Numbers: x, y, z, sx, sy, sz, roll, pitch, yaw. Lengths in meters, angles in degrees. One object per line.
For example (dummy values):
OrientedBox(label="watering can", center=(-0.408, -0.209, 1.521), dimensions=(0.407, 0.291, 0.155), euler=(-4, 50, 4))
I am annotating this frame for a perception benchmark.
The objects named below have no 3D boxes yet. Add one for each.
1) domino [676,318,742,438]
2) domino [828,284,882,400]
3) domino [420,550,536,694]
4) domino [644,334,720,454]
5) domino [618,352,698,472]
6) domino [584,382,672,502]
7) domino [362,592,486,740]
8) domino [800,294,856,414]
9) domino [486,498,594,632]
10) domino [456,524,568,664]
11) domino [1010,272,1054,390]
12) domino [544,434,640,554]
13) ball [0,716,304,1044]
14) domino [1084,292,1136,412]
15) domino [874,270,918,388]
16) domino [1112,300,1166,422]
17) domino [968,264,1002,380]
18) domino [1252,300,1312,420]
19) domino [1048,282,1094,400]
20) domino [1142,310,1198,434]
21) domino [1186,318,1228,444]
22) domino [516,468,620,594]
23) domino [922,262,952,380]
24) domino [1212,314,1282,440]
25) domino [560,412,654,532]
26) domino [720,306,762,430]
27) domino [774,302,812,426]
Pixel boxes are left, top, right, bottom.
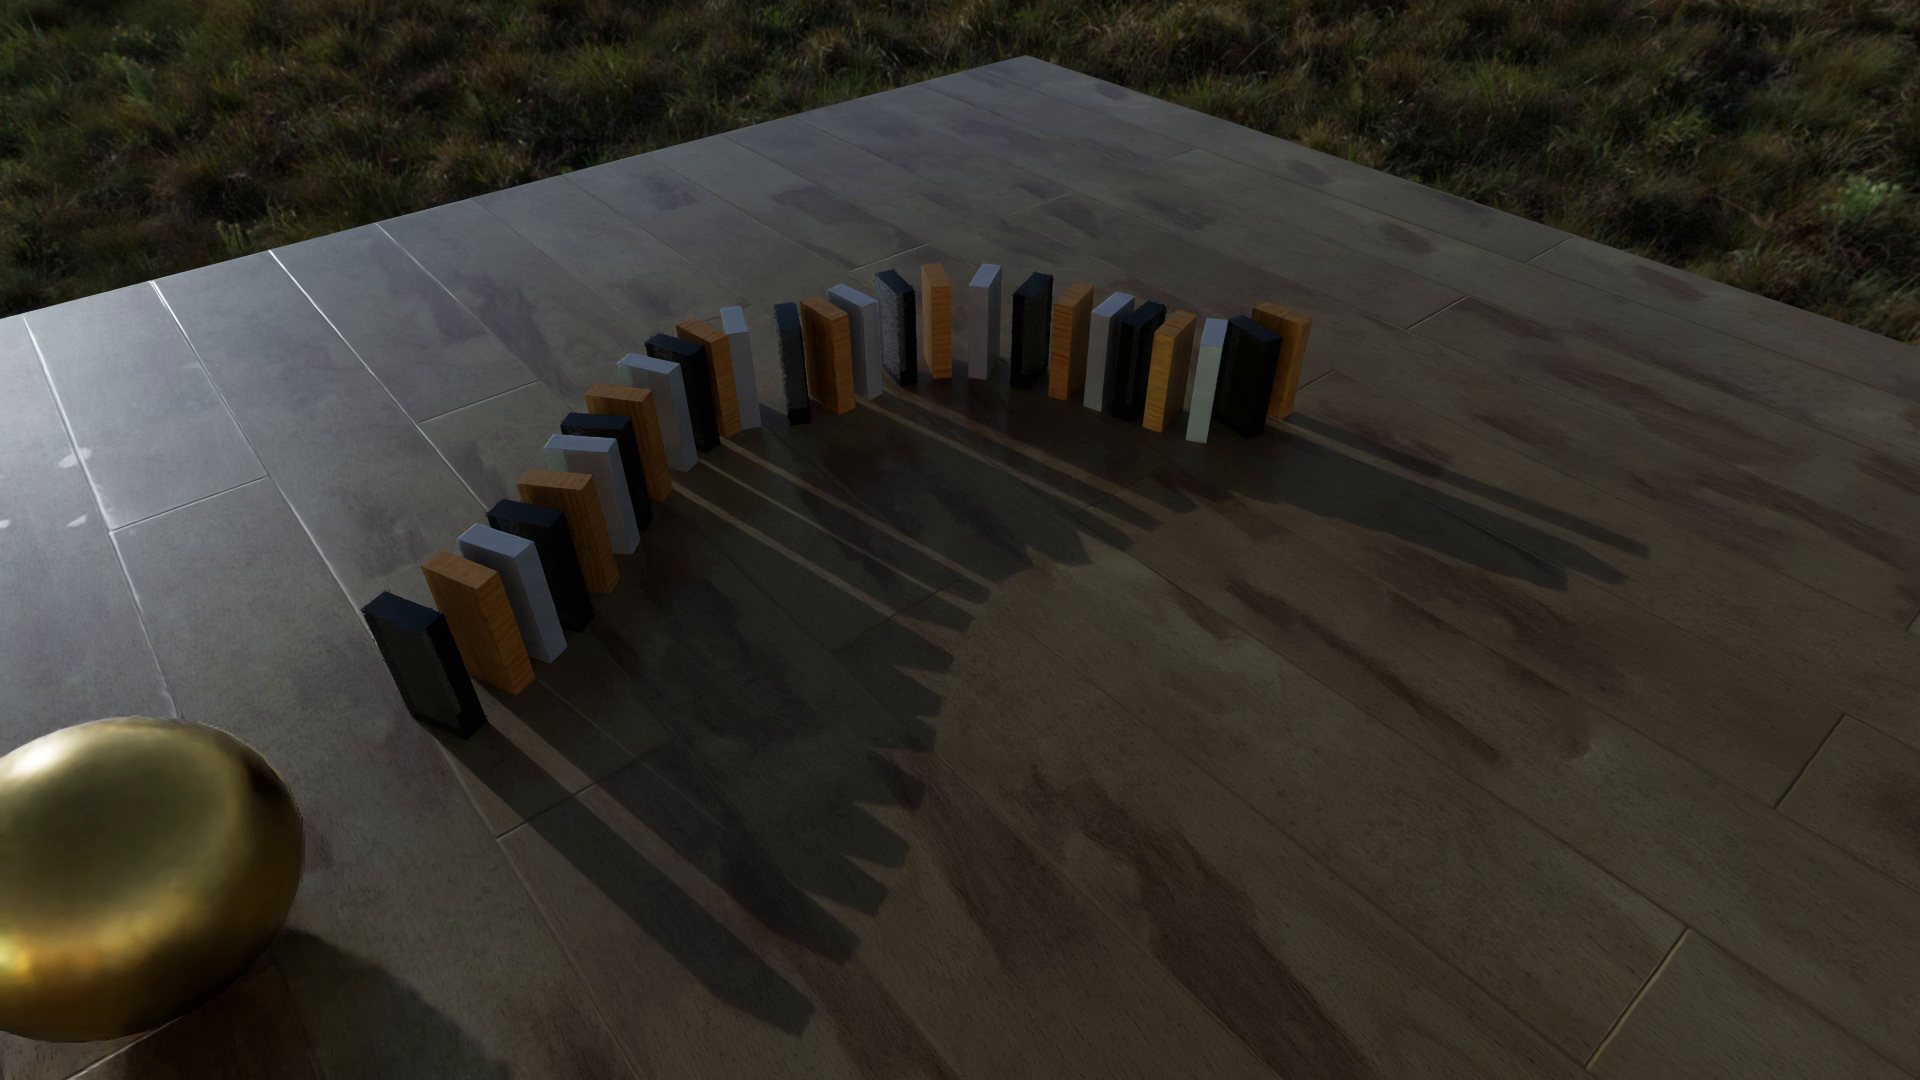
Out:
OrientedBox(label="domino", center=(-0.114, -0.074, 0.501), dimensions=(0.025, 0.050, 0.010), euler=(30, 48, 31))
OrientedBox(label="domino", center=(-0.050, -0.094, 0.527), dimensions=(0.010, 0.050, 0.025), euler=(-32, 49, -33))
OrientedBox(label="domino", center=(-0.164, 0.029, 0.376), dimensions=(0.025, 0.050, 0.010), euler=(18, 43, 21))
OrientedBox(label="domino", center=(-0.123, -0.065, 0.491), dimensions=(0.025, 0.050, 0.009), euler=(20, 43, 22))
OrientedBox(label="domino", center=(-0.131, -0.055, 0.479), dimensions=(0.025, 0.050, 0.009), euler=(14, 41, 16))
OrientedBox(label="domino", center=(-0.138, -0.041, 0.461), dimensions=(0.025, 0.050, 0.009), euler=(8, 40, 10))
OrientedBox(label="domino", center=(-0.175, 0.042, 0.360), dimensions=(0.025, 0.050, 0.010), euler=(16, 42, 19))
OrientedBox(label="domino", center=(-0.062, -0.087, 0.518), dimensions=(0.010, 0.050, 0.025), euler=(-29, 47, -31))
OrientedBox(label="domino", center=(-0.152, 0.010, 0.399), dimensions=(0.025, 0.050, 0.010), euler=(11, 41, 13))
OrientedBox(label="domino", center=(-0.157, 0.019, 0.388), dimensions=(0.025, 0.050, 0.010), euler=(15, 42, 18))
OrientedBox(label="domino", center=(0.035, -0.101, 0.535), dimensions=(0.009, 0.050, 0.025), euler=(18, 43, 21))
OrientedBox(label="domino", center=(-0.144, -0.017, 0.433), dimensions=(0.025, 0.050, 0.010), euler=(4, 40, 5))
OrientedBox(label="ball", center=(-0.216, 0.086, 0.283), dimensions=(0.080, 0.080, 0.080), euler=(0, 39, 0))
OrientedBox(label="domino", center=(0.070, -0.089, 0.520), dimensions=(0.010, 0.050, 0.025), euler=(23, 45, 26))
OrientedBox(label="domino", center=(-0.031, -0.103, 0.537), dimensions=(0.010, 0.050, 0.025), euler=(-18, 43, -21))
OrientedBox(label="domino", center=(0.083, -0.083, 0.513), dimensions=(0.010, 0.050, 0.025), euler=(24, 45, 27))
OrientedBox(label="domino", center=(0.012, -0.107, 0.542), dimensions=(0.009, 0.050, 0.025), euler=(11, 40, 13))
OrientedBox(label="domino", center=(0.146, -0.084, 0.514), dimensions=(0.025, 0.050, 0.009), euler=(30, 48, 31))
OrientedBox(label="domino", center=(0.053, -0.095, 0.528), dimensions=(0.010, 0.050, 0.025), euler=(19, 43, 21))
OrientedBox(label="domino", center=(0.096, -0.077, 0.506), dimensions=(0.009, 0.050, 0.025), euler=(22, 44, 25))
OrientedBox(label="domino", center=(0.112, -0.072, 0.499), dimensions=(0.009, 0.050, 0.025), euler=(11, 40, 13))
OrientedBox(label="domino", center=(-0.147, -0.003, 0.415), dimensions=(0.025, 0.050, 0.010), euler=(6, 40, 7))
OrientedBox(label="domino", center=(-0.011, -0.108, 0.543), dimensions=(0.009, 0.050, 0.025), euler=(-8, 40, -9))
OrientedBox(label="domino", center=(0.130, -0.074, 0.502), dimensions=(0.010, 0.050, 0.025), euler=(-21, 44, -24))
OrientedBox(label="domino", center=(-0.142, -0.027, 0.444), dimensions=(0.025, 0.050, 0.010), euler=(5, 40, 6))
OrientedBox(label="domino", center=(-0.101, -0.079, 0.508), dimensions=(0.010, 0.050, 0.025), euler=(-11, 41, -13))
OrientedBox(label="domino", center=(-0.078, -0.081, 0.511), dimensions=(0.010, 0.050, 0.025), euler=(-8, 40, -10))
